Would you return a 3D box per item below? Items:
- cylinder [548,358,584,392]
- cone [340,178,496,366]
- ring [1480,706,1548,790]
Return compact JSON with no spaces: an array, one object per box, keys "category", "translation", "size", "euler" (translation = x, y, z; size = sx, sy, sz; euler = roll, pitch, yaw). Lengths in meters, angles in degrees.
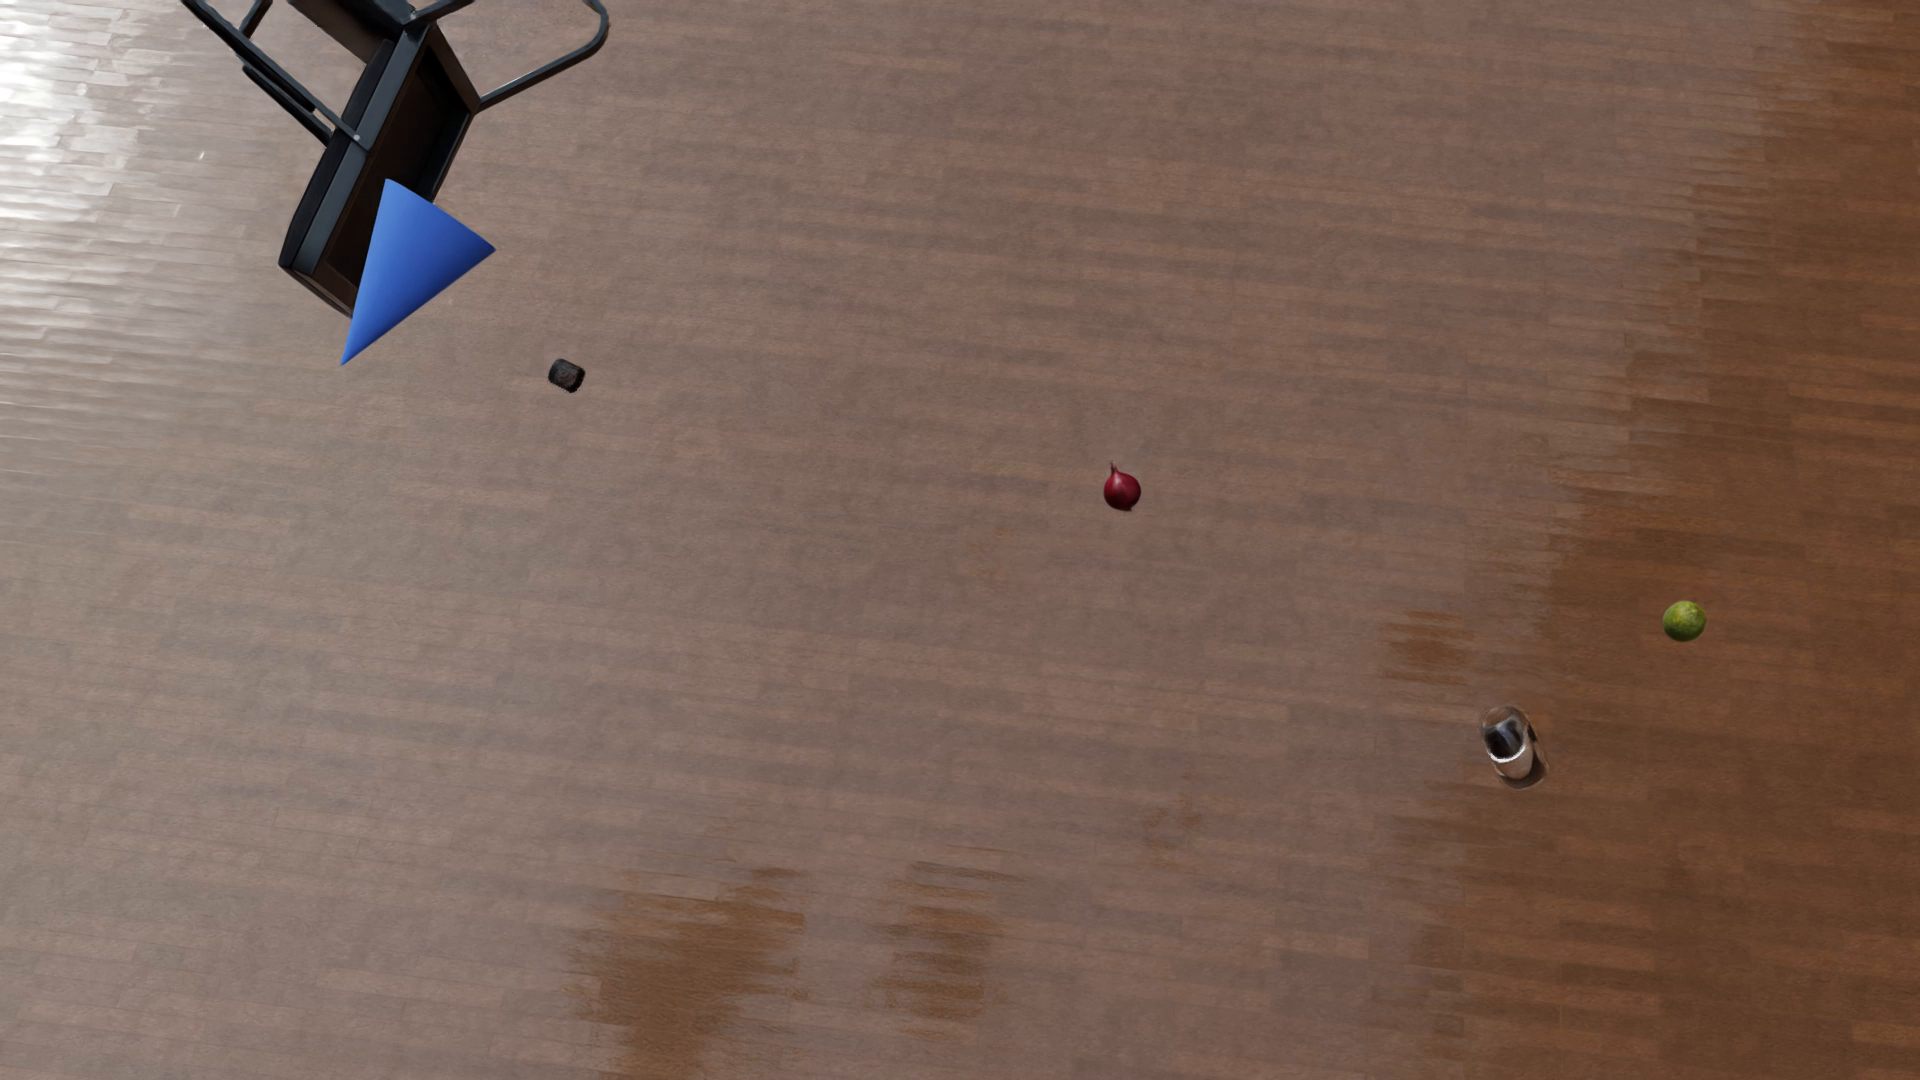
[{"category":"cylinder","translation":[-0.645,-0.270,3.606],"size":[0.040,0.043,0.044],"euler":[26,50,14]},{"category":"cone","translation":[-0.882,-0.386,3.408],"size":[0.198,0.165,0.284],"euler":[33,86,-7]},{"category":"ring","translation":[0.951,0.357,3.770],"size":[0.074,0.308,0.139],"euler":[-22,68,16]}]
